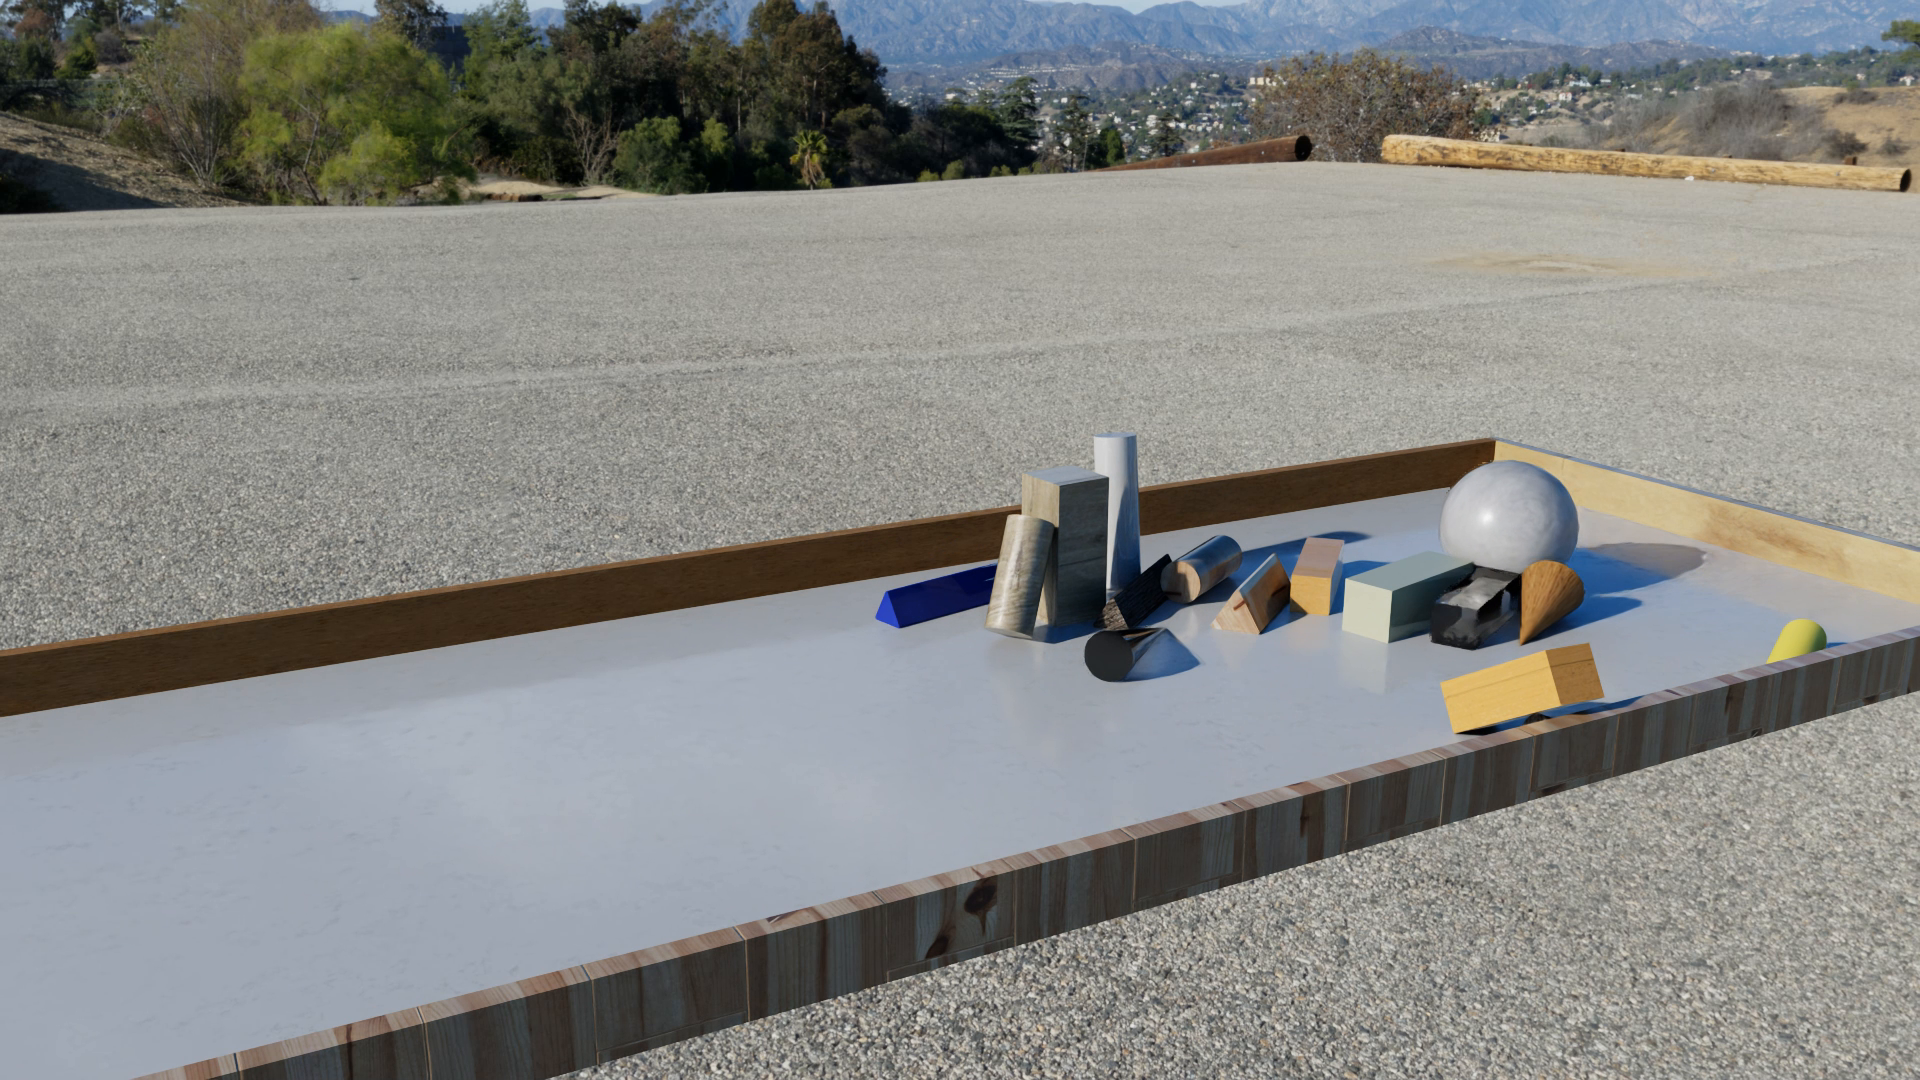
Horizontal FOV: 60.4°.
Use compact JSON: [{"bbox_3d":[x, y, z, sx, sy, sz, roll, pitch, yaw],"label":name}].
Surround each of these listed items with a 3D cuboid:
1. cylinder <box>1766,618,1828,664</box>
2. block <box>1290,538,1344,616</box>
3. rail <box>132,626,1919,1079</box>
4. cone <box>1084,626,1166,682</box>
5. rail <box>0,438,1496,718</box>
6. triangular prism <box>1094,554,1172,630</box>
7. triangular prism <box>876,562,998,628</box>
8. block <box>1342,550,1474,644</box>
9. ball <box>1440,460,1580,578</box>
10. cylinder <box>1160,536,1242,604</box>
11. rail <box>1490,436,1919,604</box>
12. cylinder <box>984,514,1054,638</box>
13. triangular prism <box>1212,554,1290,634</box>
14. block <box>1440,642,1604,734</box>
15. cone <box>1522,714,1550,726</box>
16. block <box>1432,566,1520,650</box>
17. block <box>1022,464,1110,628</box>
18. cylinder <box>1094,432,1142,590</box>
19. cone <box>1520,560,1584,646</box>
[{"bbox_3d":[2.088,0.303,4.130,0.109,0.109,0.387,10,19,31],"label":"cylinder"},{"bbox_3d":[1.044,0.101,4.815,0.109,0.109,0.399,5,17,17],"label":"block"},{"bbox_3d":[-2.336,1.006,1.665,12.000,0.150,0.050,-9,18,-27],"label":"rail"},{"bbox_3d":[0.471,0.265,4.338,0.130,0.130,0.454,8,10,25],"label":"cone"},{"bbox_3d":[-3.305,0.497,3.399,12.000,0.150,0.050,-9,18,-27],"label":"rail"},{"bbox_3d":[0.514,0.142,4.698,0.106,0.092,0.457,8,18,25],"label":"triangular prism"},{"bbox_3d":[-0.039,0.146,4.686,0.428,0.092,0.106,-14,21,-39],"label":"triangular prism"},{"bbox_3d":[1.244,0.153,4.572,0.399,0.147,0.147,-14,22,-40],"label":"block"},{"bbox_3d":[1.595,-0.038,4.798,0.387,0.387,0.387,0,16,0],"label":"ball"},{"bbox_3d":[0.712,0.084,4.848,0.125,0.125,0.318,10,19,30],"label":"cylinder"},{"bbox_3d":[2.466,-0.048,5.253,0.050,0.150,2.100,-9,18,-27],"label":"rail"},{"bbox_3d":[0.160,0.099,4.425,0.131,0.310,0.131,12,-10,2],"label":"cylinder"},{"bbox_3d":[0.834,0.142,4.655,0.135,0.117,0.385,8,18,24],"label":"triangular prism"},{"bbox_3d":[1.252,0.335,3.694,0.121,0.121,0.371,-7,-13,-22],"label":"block"},{"bbox_3d":[1.435,0.459,3.687,0.348,0.122,0.122,5,14,-18],"label":"cone"},{"bbox_3d":[1.419,0.184,4.524,0.115,0.115,0.383,11,20,33],"label":"block"},{"bbox_3d":[0.290,0.015,4.590,0.171,0.403,0.171,-11,19,-32],"label":"block"},{"bbox_3d":[0.463,-0.087,4.840,0.126,0.445,0.126,-3,10,1],"label":"cylinder"},{"bbox_3d":[1.571,0.208,4.495,0.176,0.176,0.304,11,36,32],"label":"cone"}]
